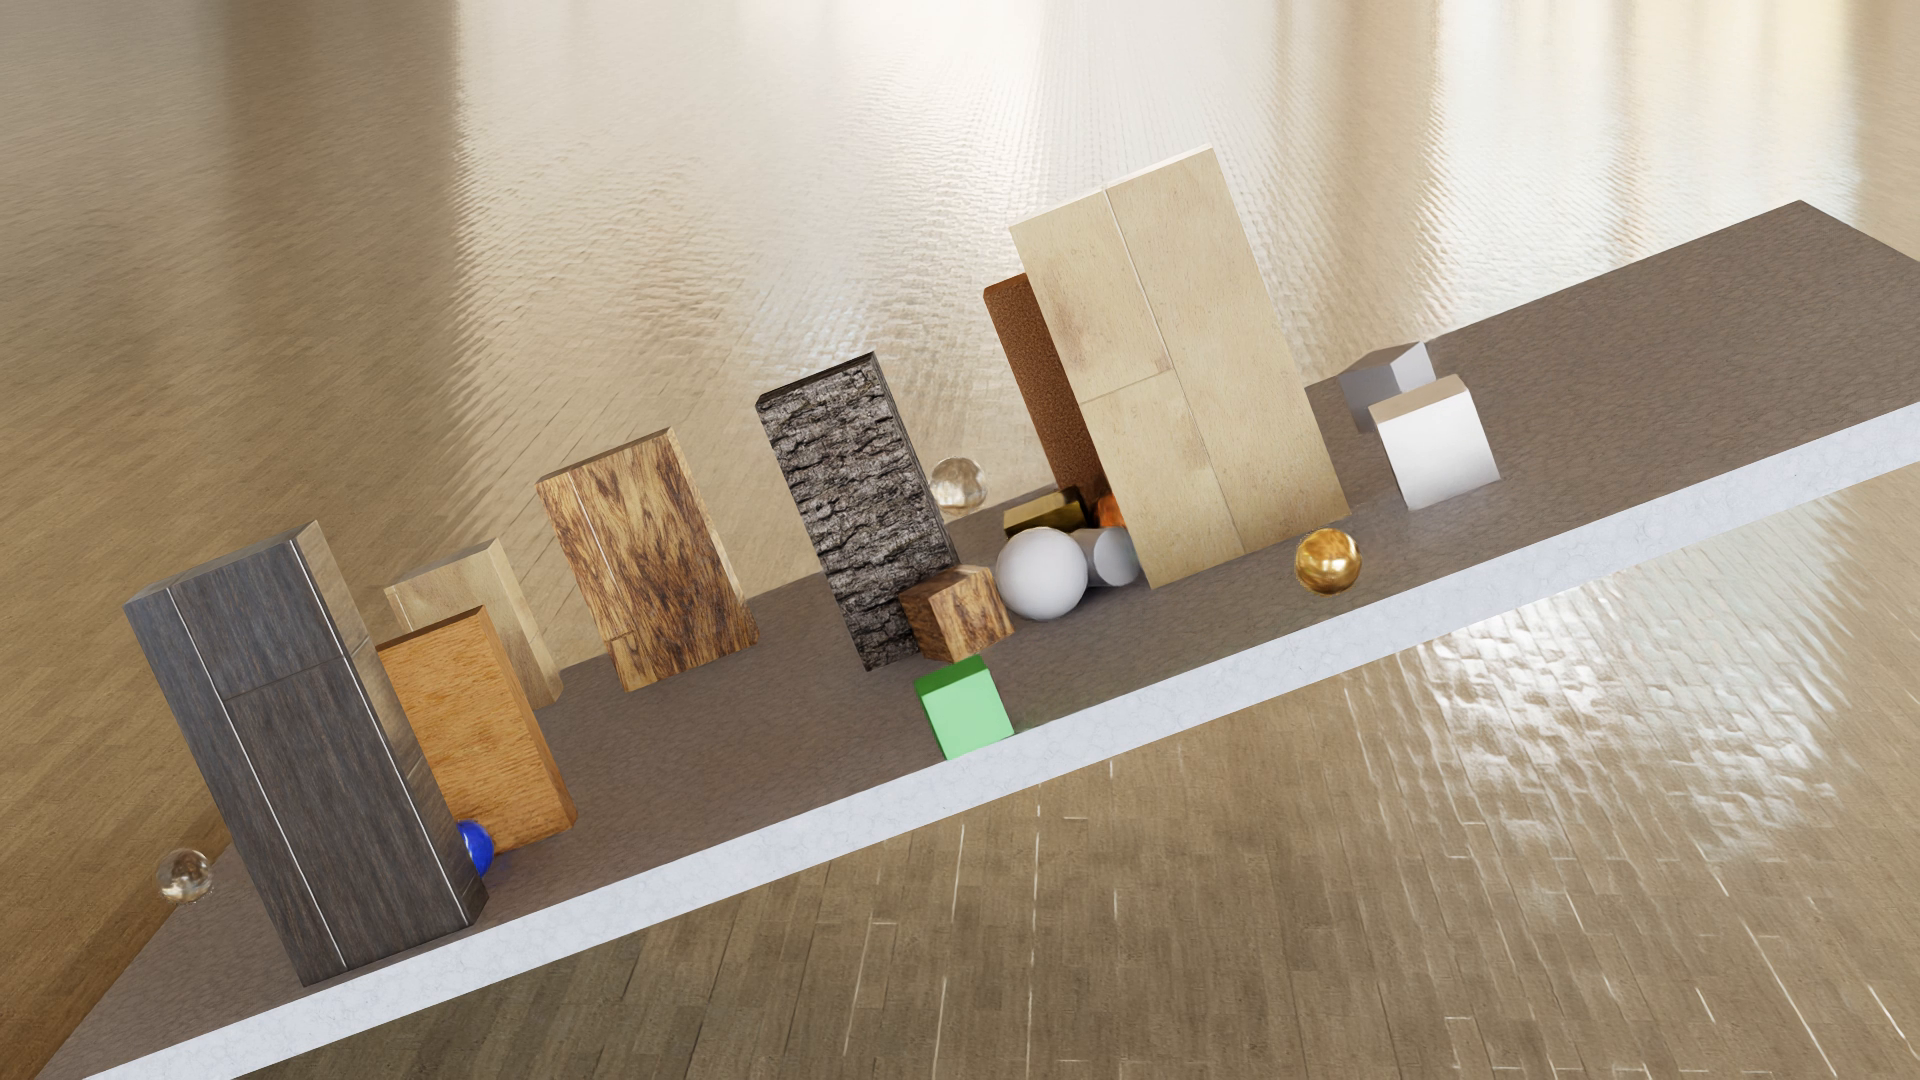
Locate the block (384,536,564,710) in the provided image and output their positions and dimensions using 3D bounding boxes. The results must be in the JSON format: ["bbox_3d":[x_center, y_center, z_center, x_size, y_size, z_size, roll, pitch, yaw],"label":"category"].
[{"bbox_3d":[-1.171,0.239,7.103,0.273,0.407,0.125,-21,12,7],"label":"block"}]

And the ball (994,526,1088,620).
[{"bbox_3d":[0.166,0.068,5.974,0.190,0.190,0.190,0,14,0],"label":"ball"}]

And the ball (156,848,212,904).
[{"bbox_3d":[-1.727,0.749,6.551,0.122,0.122,0.122,0,14,0],"label":"ball"}]

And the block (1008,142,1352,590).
[{"bbox_3d":[0.439,-0.341,5.843,0.425,0.784,0.097,-21,12,7],"label":"block"}]

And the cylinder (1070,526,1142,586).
[{"bbox_3d":[0.292,0.035,6.060,0.122,0.122,0.122,-9,3,-31],"label":"cylinder"}]

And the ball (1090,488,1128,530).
[{"bbox_3d":[0.350,-0.041,6.192,0.153,0.153,0.153,0,14,0],"label":"ball"}]

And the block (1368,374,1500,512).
[{"bbox_3d":[0.926,-0.192,5.757,0.186,0.186,0.186,-21,12,7],"label":"block"}]

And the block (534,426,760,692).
[{"bbox_3d":[-0.723,0.047,6.831,0.331,0.535,0.089,-21,12,7],"label":"block"}]

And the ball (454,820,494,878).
[{"bbox_3d":[-0.970,0.607,5.729,0.124,0.124,0.124,0,14,0],"label":"ball"}]

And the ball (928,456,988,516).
[{"bbox_3d":[-0.005,-0.133,7.275,0.149,0.149,0.149,0,14,0],"label":"ball"}]

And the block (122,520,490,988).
[{"bbox_3d":[-1.218,0.403,5.512,0.354,0.800,0.146,-21,12,7],"label":"block"}]

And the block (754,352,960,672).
[{"bbox_3d":[-0.188,-0.058,6.145,0.257,0.611,0.121,-21,12,7],"label":"block"}]

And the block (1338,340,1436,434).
[{"bbox_3d":[0.945,-0.334,6.454,0.143,0.143,0.143,-11,16,43],"label":"block"}]

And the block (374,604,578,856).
[{"bbox_3d":[-1.064,0.428,5.912,0.432,0.475,0.080,-21,12,7],"label":"block"}]

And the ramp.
[{"bbox_3d":[0.123,0.174,6.291,4.000,0.100,2.000,-21,12,7],"label":"ramp"}]

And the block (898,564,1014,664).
[{"bbox_3d":[-0.007,0.150,6.027,0.148,0.148,0.148,-27,13,-22],"label":"block"}]

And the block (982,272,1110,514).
[{"bbox_3d":[0.295,-0.301,6.338,0.282,0.614,0.126,-21,12,7],"label":"block"}]

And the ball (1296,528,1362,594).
[{"bbox_3d":[0.672,0.039,5.360,0.120,0.120,0.120,0,14,0],"label":"ball"}]

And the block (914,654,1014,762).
[{"bbox_3d":[0.006,0.304,5.366,0.131,0.131,0.131,-23,12,-3],"label":"block"}]

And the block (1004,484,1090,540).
[{"bbox_3d":[0.202,0.004,6.249,0.167,0.167,0.167,-21,12,6],"label":"block"}]
